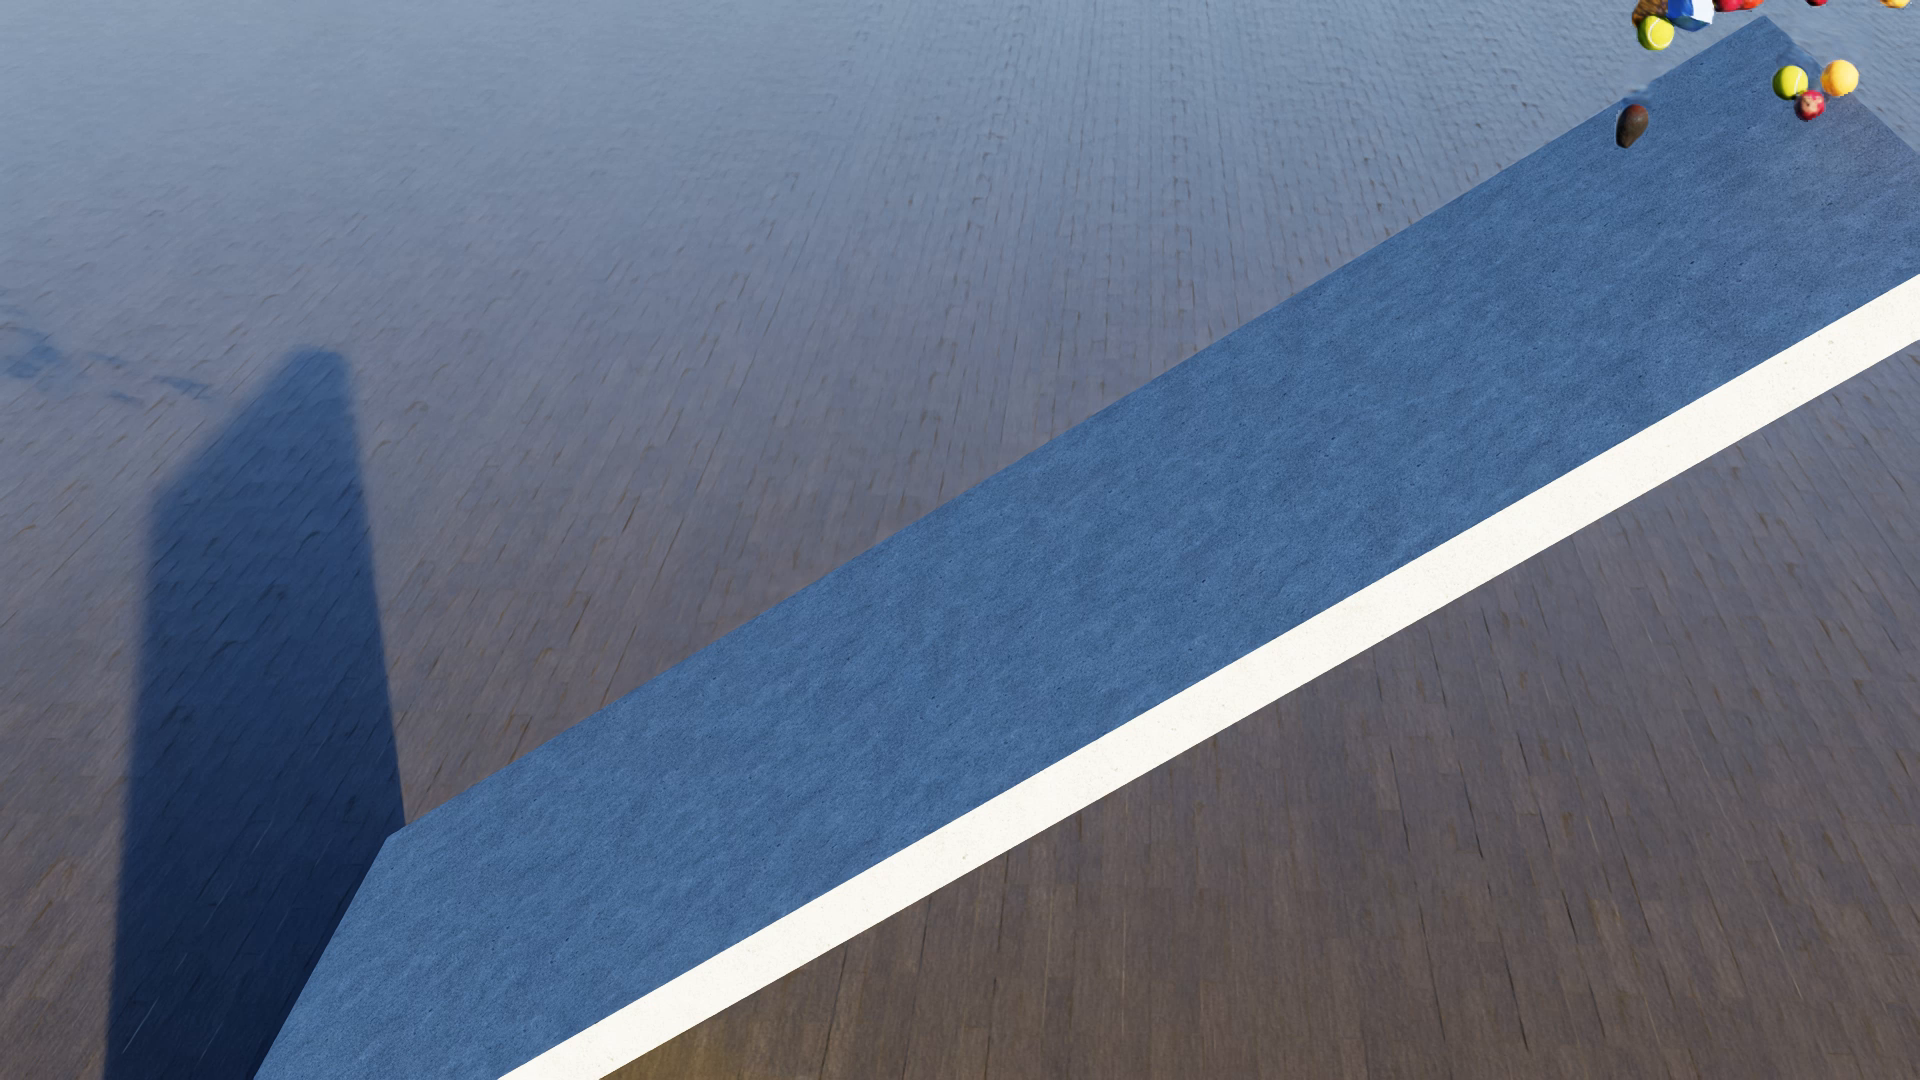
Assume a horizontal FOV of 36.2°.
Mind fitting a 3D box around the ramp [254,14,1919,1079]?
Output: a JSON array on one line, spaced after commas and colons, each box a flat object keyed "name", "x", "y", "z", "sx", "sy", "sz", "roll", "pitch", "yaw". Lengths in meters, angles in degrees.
[{"name": "ramp", "x": 0.140, "y": 0.170, "z": 6.295, "sx": 4.000, "sy": 0.100, "sz": 2.000, "roll": -31, "pitch": 15, "yaw": 14}]

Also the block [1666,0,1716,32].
[{"name": "block", "x": 1.409, "y": -1.026, "z": 5.670, "sx": 0.064, "sy": 0.064, "sz": 0.064, "roll": 13, "pitch": -9, "yaw": -15}]
